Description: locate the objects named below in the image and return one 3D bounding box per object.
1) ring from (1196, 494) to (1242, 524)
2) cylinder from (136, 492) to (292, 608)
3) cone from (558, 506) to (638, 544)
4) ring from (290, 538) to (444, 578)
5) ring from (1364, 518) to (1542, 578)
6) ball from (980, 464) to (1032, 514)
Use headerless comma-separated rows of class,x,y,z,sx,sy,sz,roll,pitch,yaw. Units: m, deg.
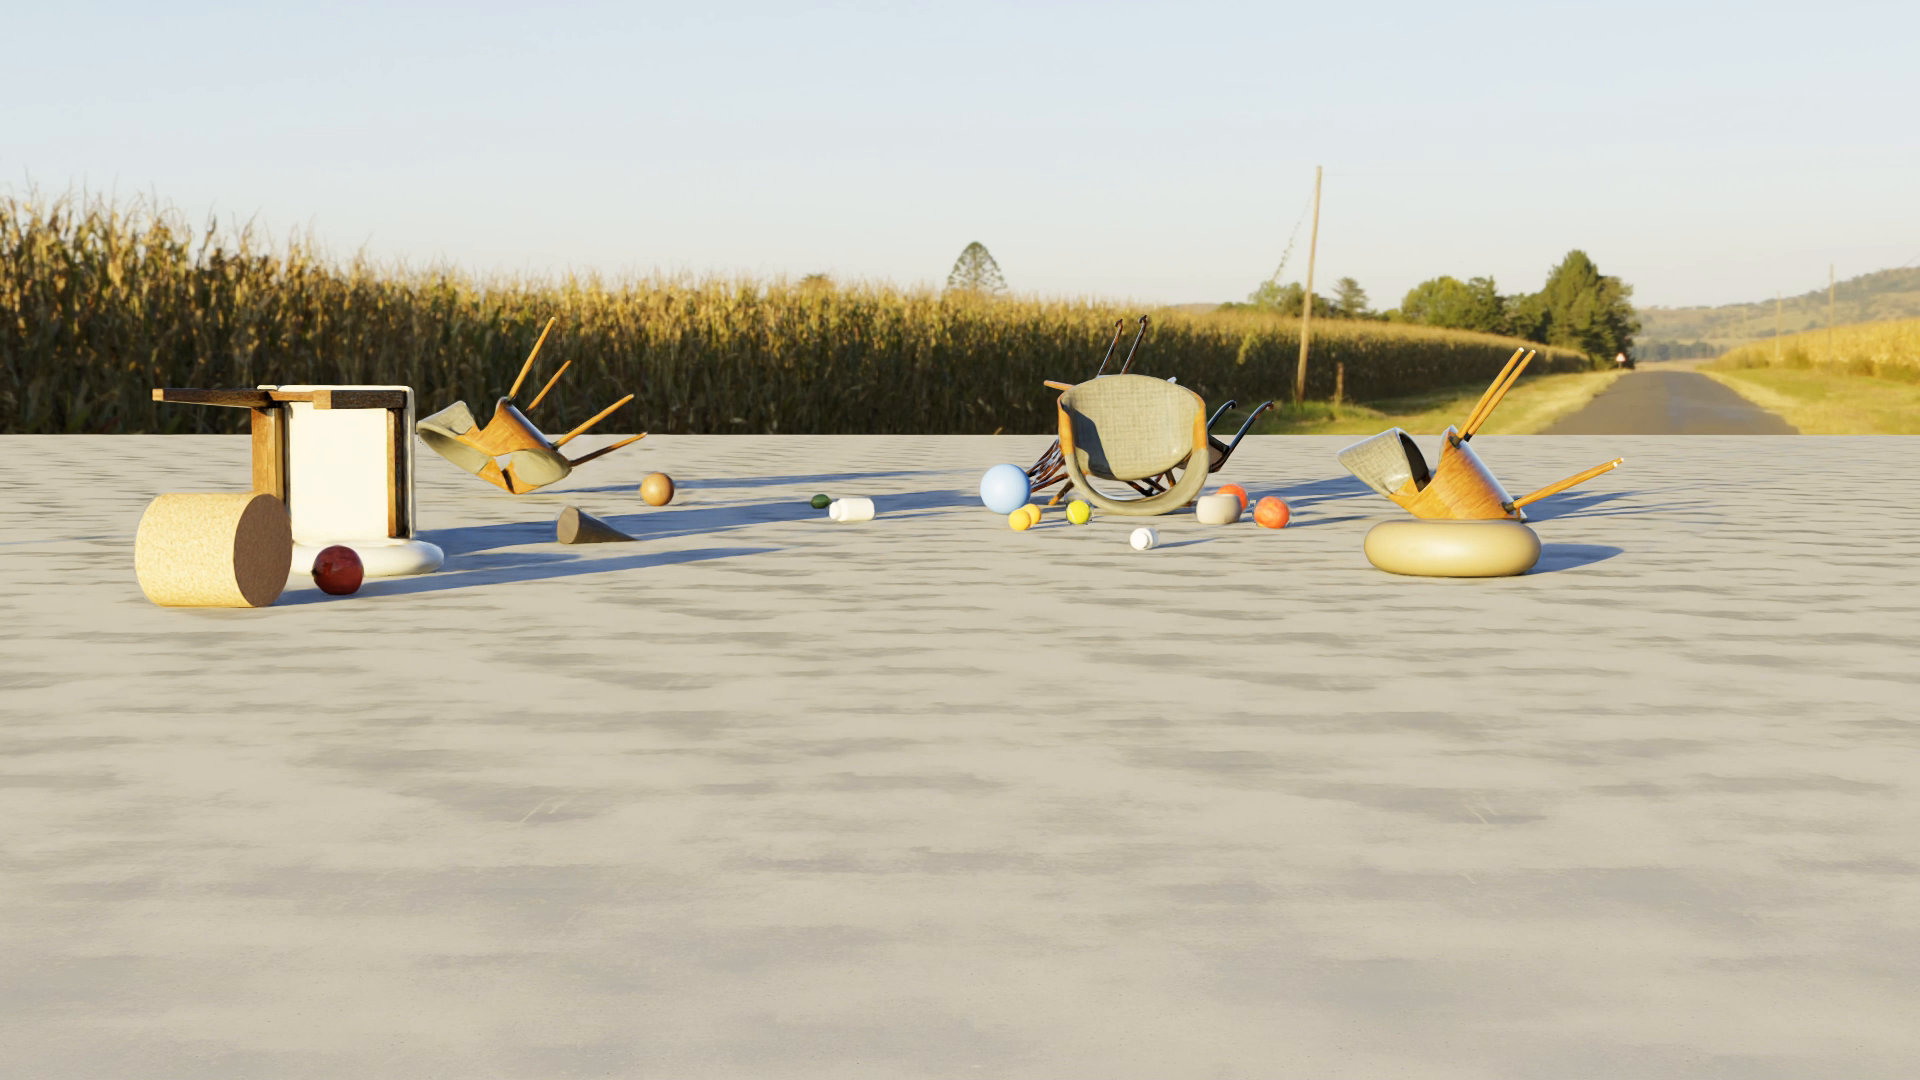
ring,0.869,-0.103,7.366,0.115,0.095,0.223,6,8,38
cylinder,-1.538,0.020,4.544,0.215,0.232,0.252,1,26,11
cone,-1.041,-0.020,6.435,0.242,0.112,0.131,14,15,-37
ring,-1.466,0.043,5.381,0.411,0.075,0.354,2,5,14
ring,1.199,0.018,5.363,0.402,0.129,0.433,-2,3,-41
ball,0.164,-0.182,7.851,0.184,0.184,0.184,0,4,0
